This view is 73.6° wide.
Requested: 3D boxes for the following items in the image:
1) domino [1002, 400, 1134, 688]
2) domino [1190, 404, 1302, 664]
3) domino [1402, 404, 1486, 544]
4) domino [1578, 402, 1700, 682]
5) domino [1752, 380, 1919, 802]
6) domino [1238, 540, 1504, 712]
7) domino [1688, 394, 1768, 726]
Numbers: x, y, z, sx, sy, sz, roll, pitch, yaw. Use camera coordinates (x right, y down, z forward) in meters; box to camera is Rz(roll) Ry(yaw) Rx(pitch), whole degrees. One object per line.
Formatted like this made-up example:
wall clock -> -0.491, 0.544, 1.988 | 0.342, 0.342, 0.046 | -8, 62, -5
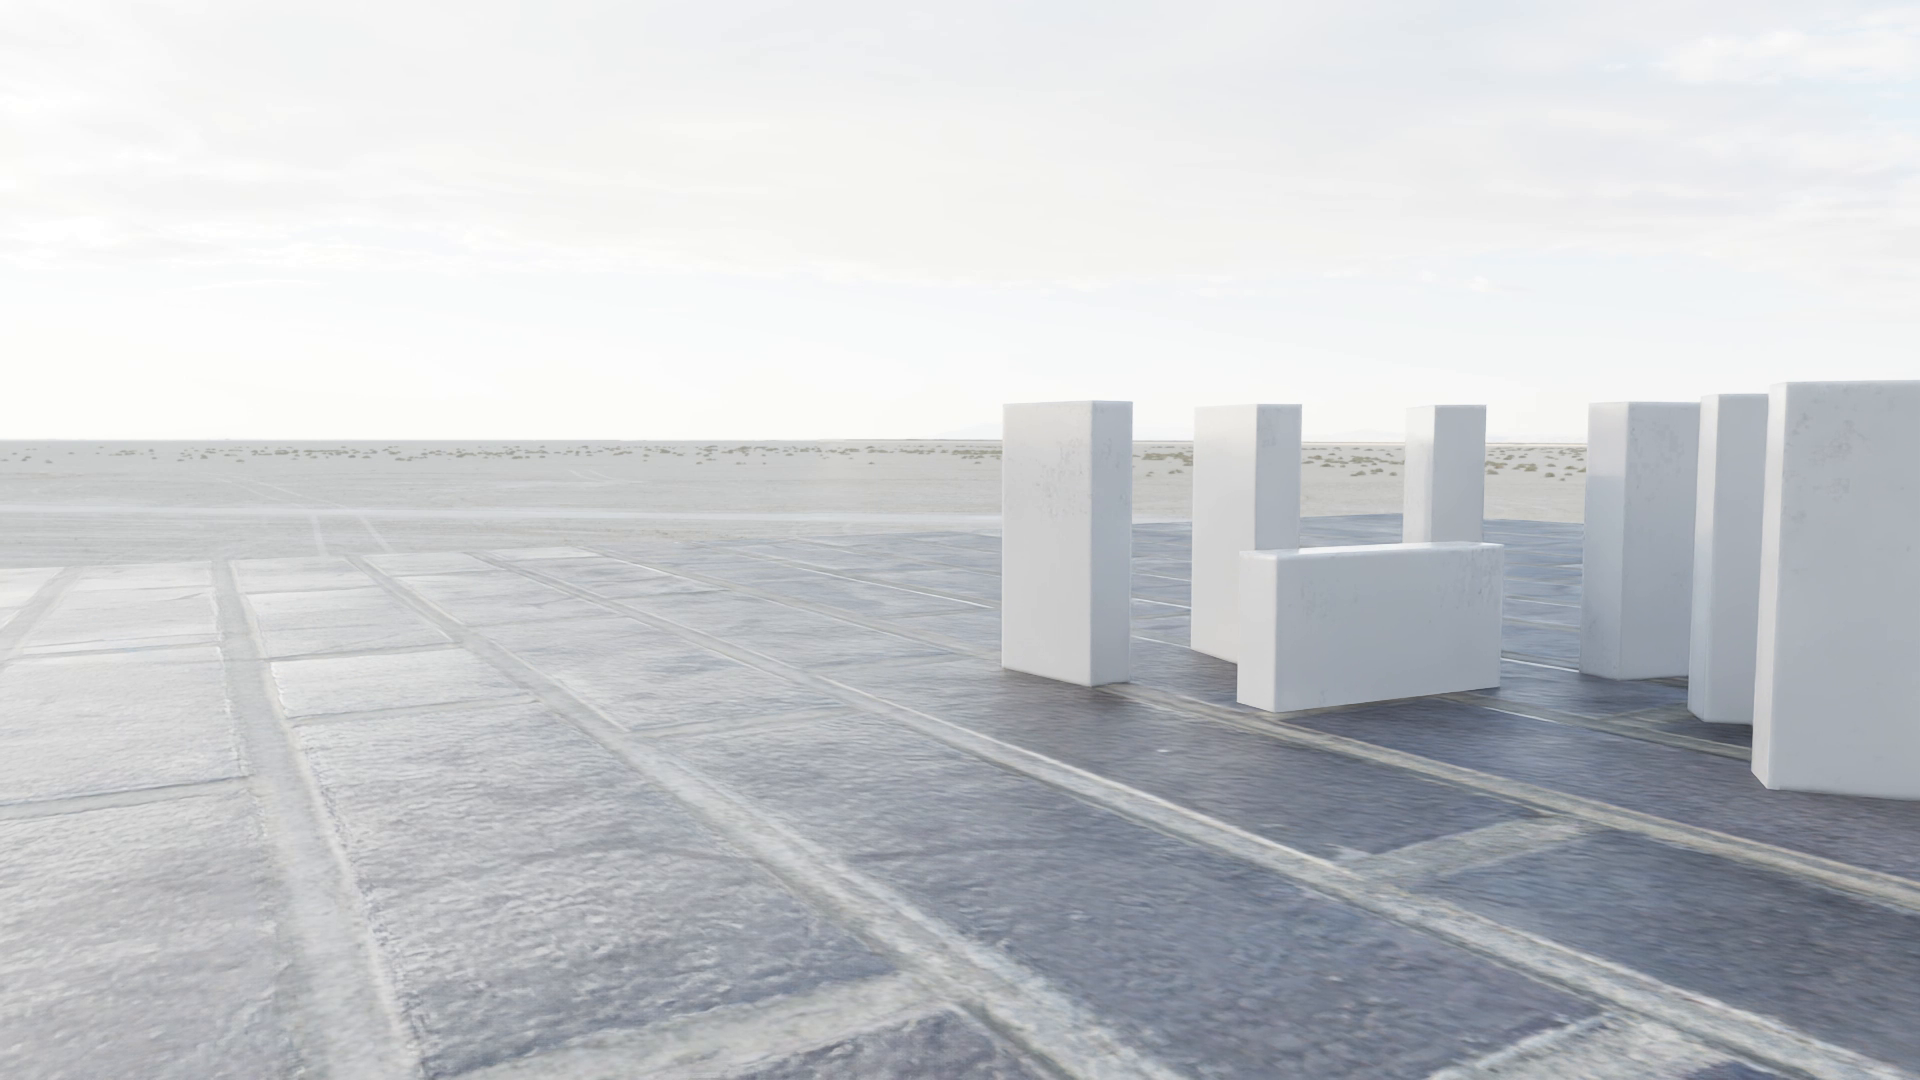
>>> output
domino -> 0.019, 0.000, 0.235 | 0.010, 0.050, 0.025 | -3, 5, -37
domino -> 0.056, -0.001, 0.254 | 0.010, 0.050, 0.025 | -1, 4, -17
domino -> 0.097, -0.002, 0.259 | 0.010, 0.050, 0.025 | 1, 4, 7
domino -> 0.129, 0.000, 0.236 | 0.025, 0.050, 0.010 | -1, 4, -17
domino -> 0.113, 0.006, 0.156 | 0.025, 0.050, 0.009 | 2, 5, 21
domino -> 0.070, 0.014, 0.218 | 0.050, 0.025, 0.009 | -2, 5, -26
domino -> 0.127, 0.003, 0.195 | 0.025, 0.050, 0.010 | 1, 4, 16
